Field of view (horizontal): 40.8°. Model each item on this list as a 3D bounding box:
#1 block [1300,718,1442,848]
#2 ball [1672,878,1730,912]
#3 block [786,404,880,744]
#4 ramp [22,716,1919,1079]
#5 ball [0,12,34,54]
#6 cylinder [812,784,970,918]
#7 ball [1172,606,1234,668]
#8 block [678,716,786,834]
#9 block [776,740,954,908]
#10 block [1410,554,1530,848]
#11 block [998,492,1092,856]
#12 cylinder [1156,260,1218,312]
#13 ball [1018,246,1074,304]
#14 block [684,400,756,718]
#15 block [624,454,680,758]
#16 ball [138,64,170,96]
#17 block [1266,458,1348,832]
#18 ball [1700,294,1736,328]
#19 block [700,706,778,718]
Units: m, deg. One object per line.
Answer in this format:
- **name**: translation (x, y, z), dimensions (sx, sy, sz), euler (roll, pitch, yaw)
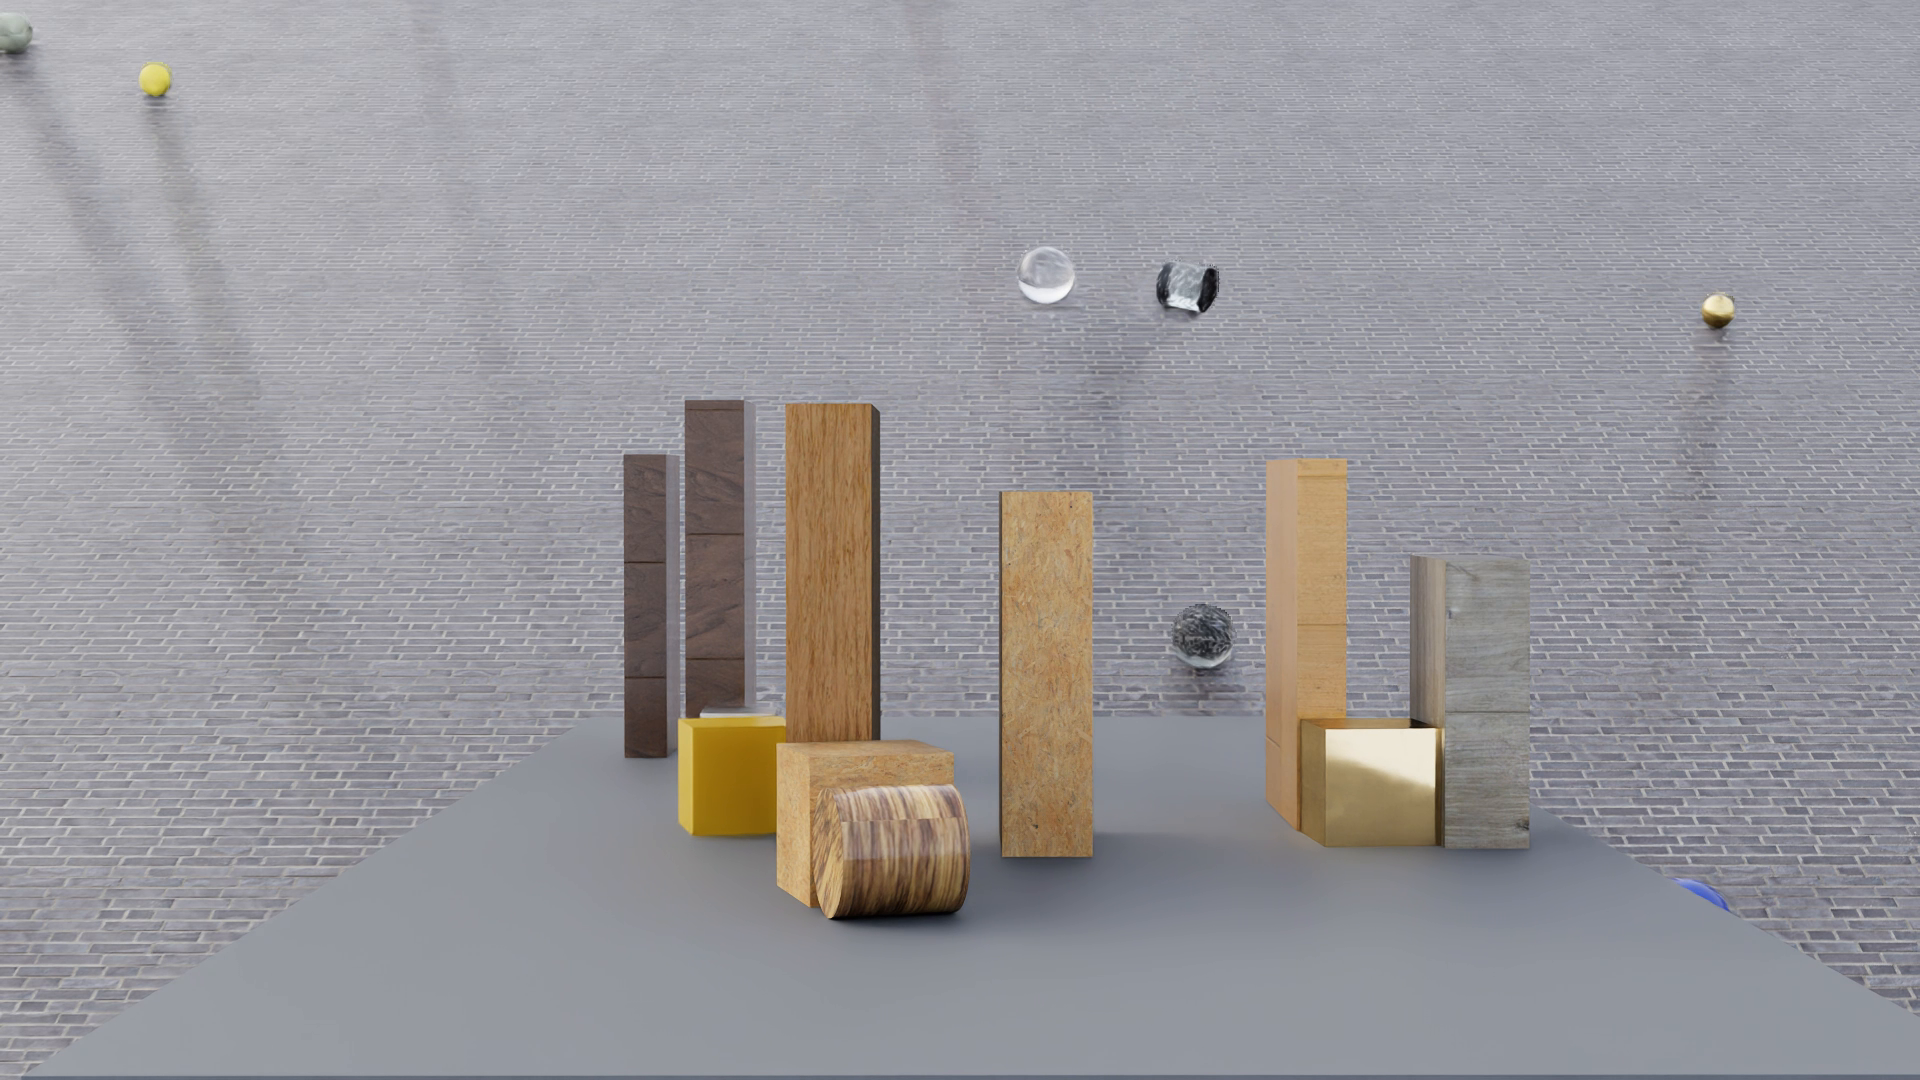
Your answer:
- **block**: translation (0.682, 0.402, 4.302), dimensions (0.192, 0.192, 0.192), euler (0, 1, -5)
- **ball**: translation (1.610, 0.855, 5.737), dimensions (0.206, 0.206, 0.206), euler (0, 27, 0)
- **block**: translation (-0.196, 0.148, 4.062), dimensions (0.127, 0.711, 0.447), euler (0, 1, 0)
- **ramp**: translation (0.060, 0.543, 4.579), dimensions (2.000, 0.100, 4.000), euler (0, 1, 0)
- **ball**: translation (-4.529, -2.423, 12.322), dimensions (0.194, 0.194, 0.194), euler (0, 27, 0)
- **cylinder**: translation (-0.096, 0.426, 3.543), dimensions (0.177, 0.177, 0.177), euler (0, 26, -17)
- **ball**: translation (0.655, 0.264, 6.966), dimensions (0.168, 0.168, 0.168), euler (0, 27, 0)
- **block**: translation (-0.384, 0.405, 4.460), dimensions (0.181, 0.181, 0.181), euler (0, 1, -14)
- **block**: translation (-0.139, 0.406, 3.732), dimensions (0.210, 0.210, 0.210), euler (0, 1, -17)
- **block**: translation (0.854, 0.263, 4.345), dimensions (0.137, 0.468, 0.328), euler (0, 1, 0)
- **block**: translation (0.138, 0.210, 4.244), dimensions (0.143, 0.579, 0.311), euler (0, 1, 0)
- **cylinder**: translation (0.821, -0.919, 9.338), dimensions (0.164, 0.164, 0.164), euler (15, 30, 28)
- **ball**: translation (0.311, -0.962, 9.378), dimensions (0.207, 0.207, 0.207), euler (0, 27, 0)
- **block**: translation (-0.491, 0.097, 5.318), dimensions (0.119, 0.761, 0.300), euler (0, 1, 0)
- **block**: translation (-0.681, 0.140, 5.720), dimensions (0.092, 0.657, 0.271), euler (0, 1, 0)
- **ball**: translation (-3.654, -2.087, 11.708), dimensions (0.141, 0.141, 0.141), euler (0, 27, 0)
- **block**: translation (0.615, 0.174, 4.613), dimensions (0.084, 0.635, 0.444), euler (0, 1, 0)
- **ball**: translation (2.697, -0.813, 9.182), dimensions (0.117, 0.117, 0.117), euler (0, 27, 0)
- **block**: translation (-0.436, 0.409, 5.101), dimensions (0.146, 0.146, 0.146), euler (0, 1, -2)
